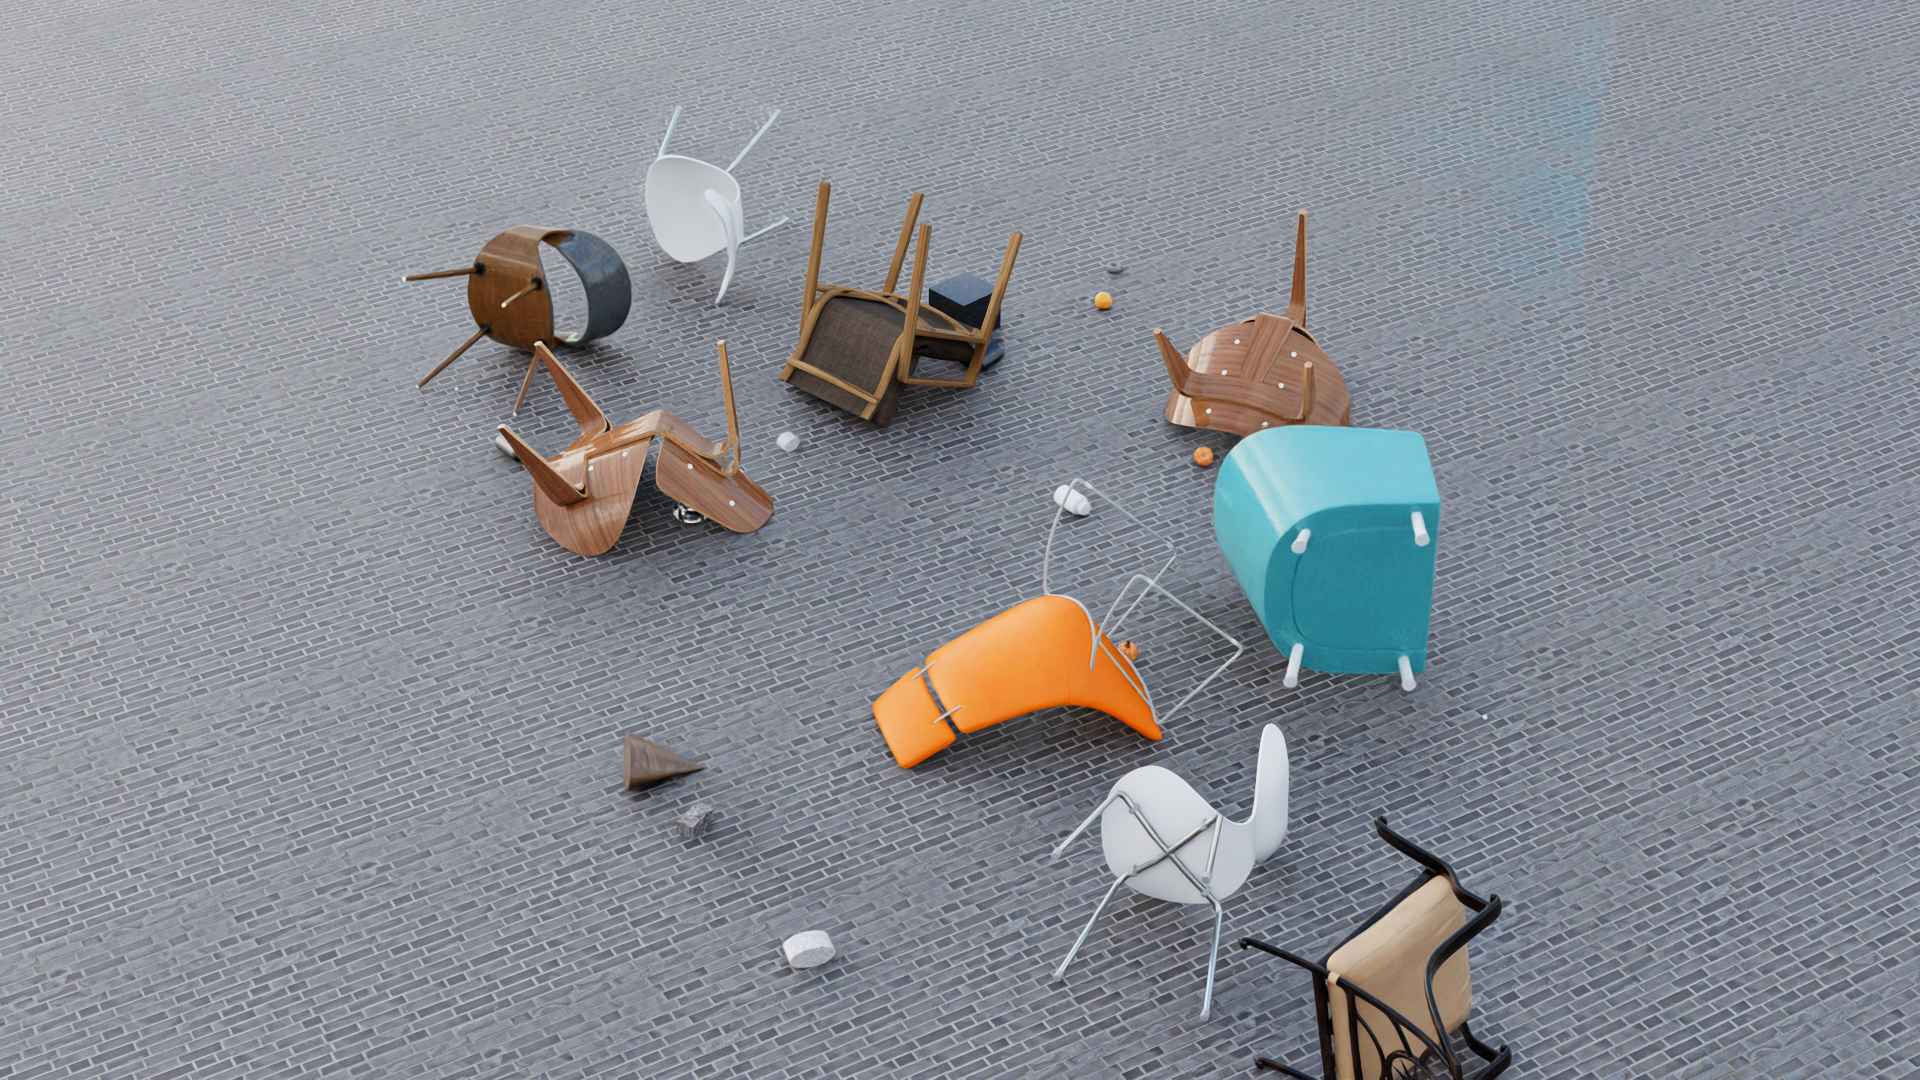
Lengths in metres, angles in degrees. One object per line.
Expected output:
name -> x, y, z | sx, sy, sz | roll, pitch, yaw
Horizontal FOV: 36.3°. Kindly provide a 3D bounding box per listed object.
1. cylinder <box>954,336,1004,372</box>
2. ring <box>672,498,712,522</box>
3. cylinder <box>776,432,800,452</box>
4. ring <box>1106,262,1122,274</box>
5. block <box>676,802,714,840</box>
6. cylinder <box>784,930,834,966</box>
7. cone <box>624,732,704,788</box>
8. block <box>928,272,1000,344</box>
cylinder -> 0.077, -0.767, 12.041 | 0.155, 0.071, 0.147 | 30, 43, 22
ring -> -1.012, -0.111, 11.068 | 0.150, 0.050, 0.133 | 10, 33, 16
cylinder -> -0.672, -0.385, 11.482 | 0.075, 0.050, 0.060 | -34, 44, -19
ring -> 0.668, -1.183, 12.710 | 0.072, 0.033, 0.066 | 27, 43, 32
block -> -0.858, 0.911, 9.515 | 0.062, 0.051, 0.118 | 19, 38, 26
cylinder -> -0.461, 1.253, 8.977 | 0.146, 0.073, 0.080 | -10, 52, -2
cone -> -0.977, 0.745, 9.758 | 0.265, 0.125, 0.275 | 7, 29, -14
block -> 0.020, -0.971, 12.254 | 0.212, 0.181, 0.213 | -27, 42, -35
